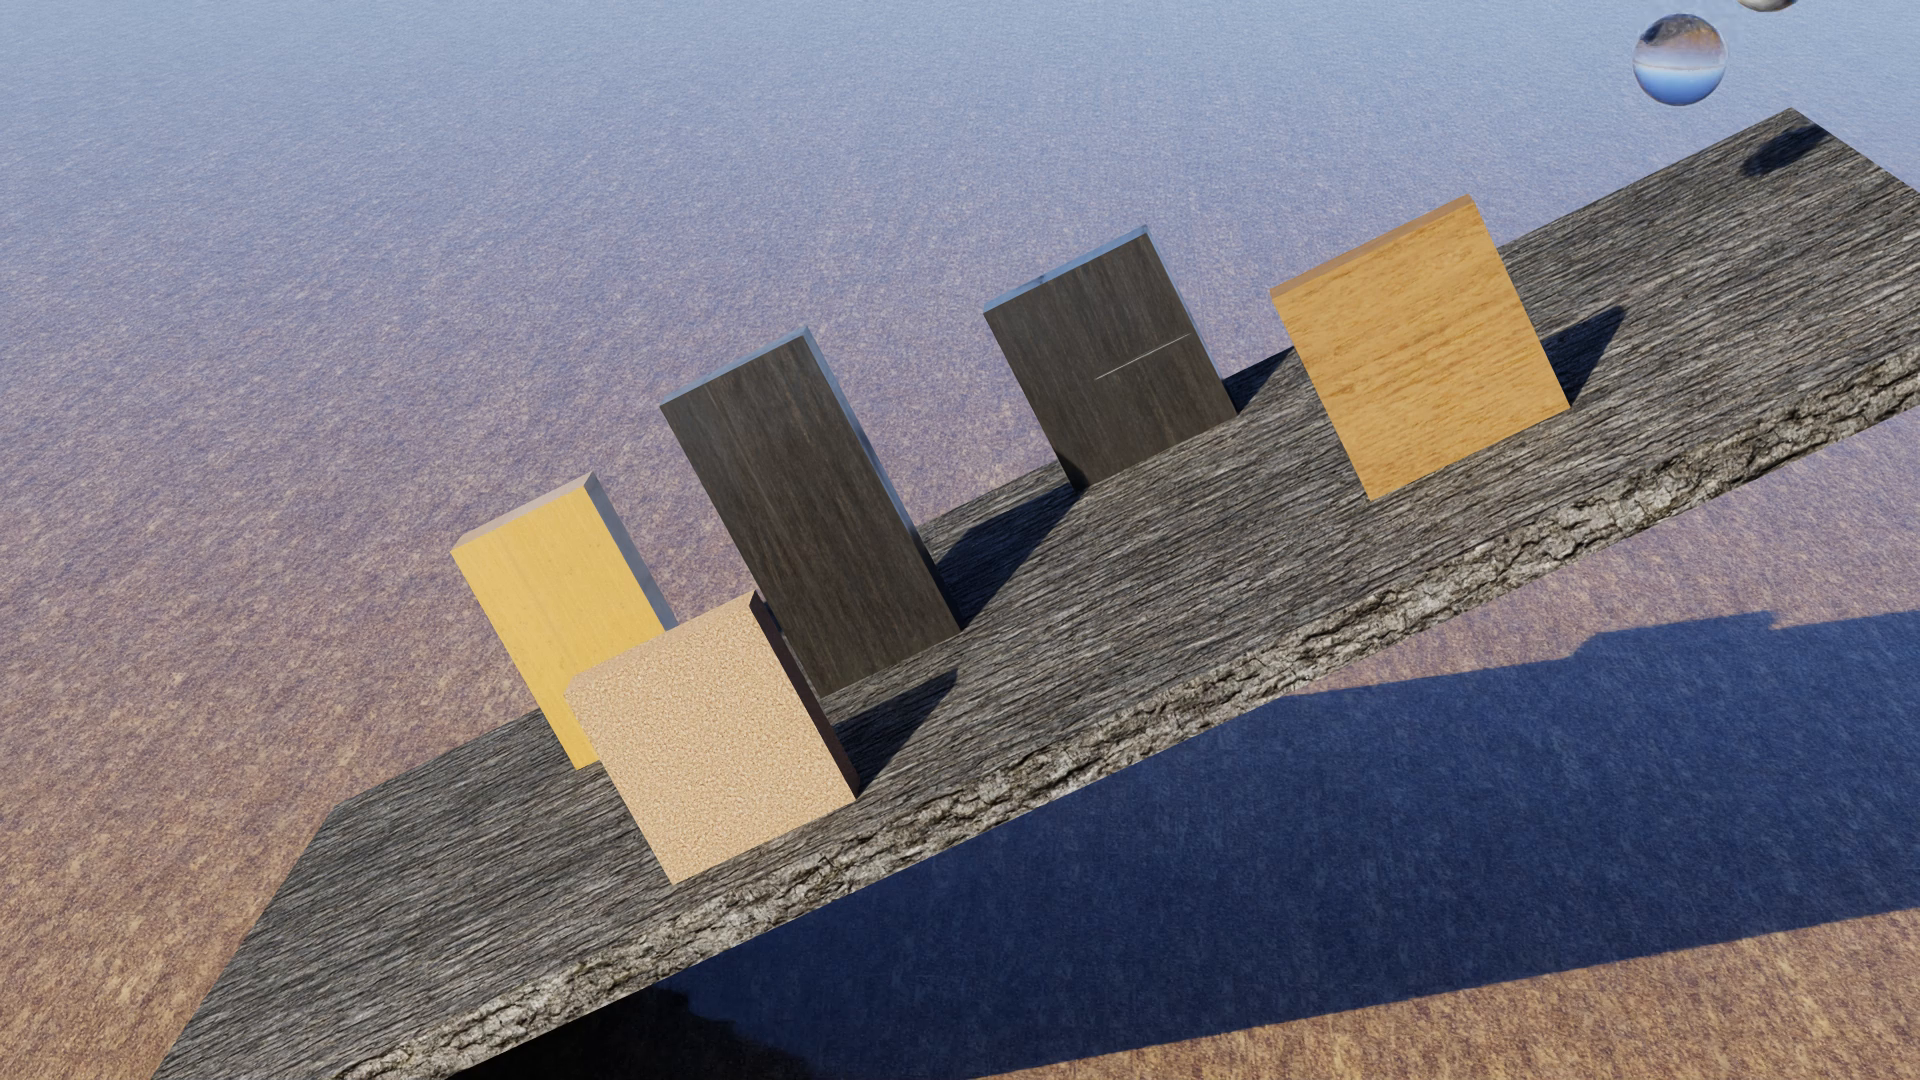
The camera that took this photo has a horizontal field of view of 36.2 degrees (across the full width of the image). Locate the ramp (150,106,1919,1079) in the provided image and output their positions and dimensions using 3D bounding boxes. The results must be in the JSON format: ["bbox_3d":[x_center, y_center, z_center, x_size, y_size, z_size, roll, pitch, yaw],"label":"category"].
[{"bbox_3d":[0.139,0.168,6.281,4.000,0.100,2.000,-26,14,10],"label":"ramp"}]

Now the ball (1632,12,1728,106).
[{"bbox_3d":[1.509,-1.007,6.164,0.194,0.194,0.194,0,17,0],"label":"ball"}]

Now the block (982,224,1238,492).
[{"bbox_3d":[0.348,-0.418,6.788,0.417,0.475,0.108,-26,14,10],"label":"block"}]

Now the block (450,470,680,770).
[{"bbox_3d":[-0.853,0.185,6.689,0.345,0.584,0.127,-26,14,10],"label":"block"}]

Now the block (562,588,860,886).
[{"bbox_3d":[-0.467,0.375,5.576,0.397,0.429,0.105,-26,14,10],"label":"block"}]

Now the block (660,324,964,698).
[{"bbox_3d":[-0.309,-0.055,6.220,0.339,0.720,0.096,-26,14,10],"label":"block"}]

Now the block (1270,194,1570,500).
[{"bbox_3d":[0.881,-0.368,5.641,0.418,0.444,0.091,-26,14,10],"label":"block"}]

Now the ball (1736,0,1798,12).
[{"bbox_3d":[1.686,-1.196,6.126,0.190,0.190,0.190,0,17,0],"label":"ball"}]
